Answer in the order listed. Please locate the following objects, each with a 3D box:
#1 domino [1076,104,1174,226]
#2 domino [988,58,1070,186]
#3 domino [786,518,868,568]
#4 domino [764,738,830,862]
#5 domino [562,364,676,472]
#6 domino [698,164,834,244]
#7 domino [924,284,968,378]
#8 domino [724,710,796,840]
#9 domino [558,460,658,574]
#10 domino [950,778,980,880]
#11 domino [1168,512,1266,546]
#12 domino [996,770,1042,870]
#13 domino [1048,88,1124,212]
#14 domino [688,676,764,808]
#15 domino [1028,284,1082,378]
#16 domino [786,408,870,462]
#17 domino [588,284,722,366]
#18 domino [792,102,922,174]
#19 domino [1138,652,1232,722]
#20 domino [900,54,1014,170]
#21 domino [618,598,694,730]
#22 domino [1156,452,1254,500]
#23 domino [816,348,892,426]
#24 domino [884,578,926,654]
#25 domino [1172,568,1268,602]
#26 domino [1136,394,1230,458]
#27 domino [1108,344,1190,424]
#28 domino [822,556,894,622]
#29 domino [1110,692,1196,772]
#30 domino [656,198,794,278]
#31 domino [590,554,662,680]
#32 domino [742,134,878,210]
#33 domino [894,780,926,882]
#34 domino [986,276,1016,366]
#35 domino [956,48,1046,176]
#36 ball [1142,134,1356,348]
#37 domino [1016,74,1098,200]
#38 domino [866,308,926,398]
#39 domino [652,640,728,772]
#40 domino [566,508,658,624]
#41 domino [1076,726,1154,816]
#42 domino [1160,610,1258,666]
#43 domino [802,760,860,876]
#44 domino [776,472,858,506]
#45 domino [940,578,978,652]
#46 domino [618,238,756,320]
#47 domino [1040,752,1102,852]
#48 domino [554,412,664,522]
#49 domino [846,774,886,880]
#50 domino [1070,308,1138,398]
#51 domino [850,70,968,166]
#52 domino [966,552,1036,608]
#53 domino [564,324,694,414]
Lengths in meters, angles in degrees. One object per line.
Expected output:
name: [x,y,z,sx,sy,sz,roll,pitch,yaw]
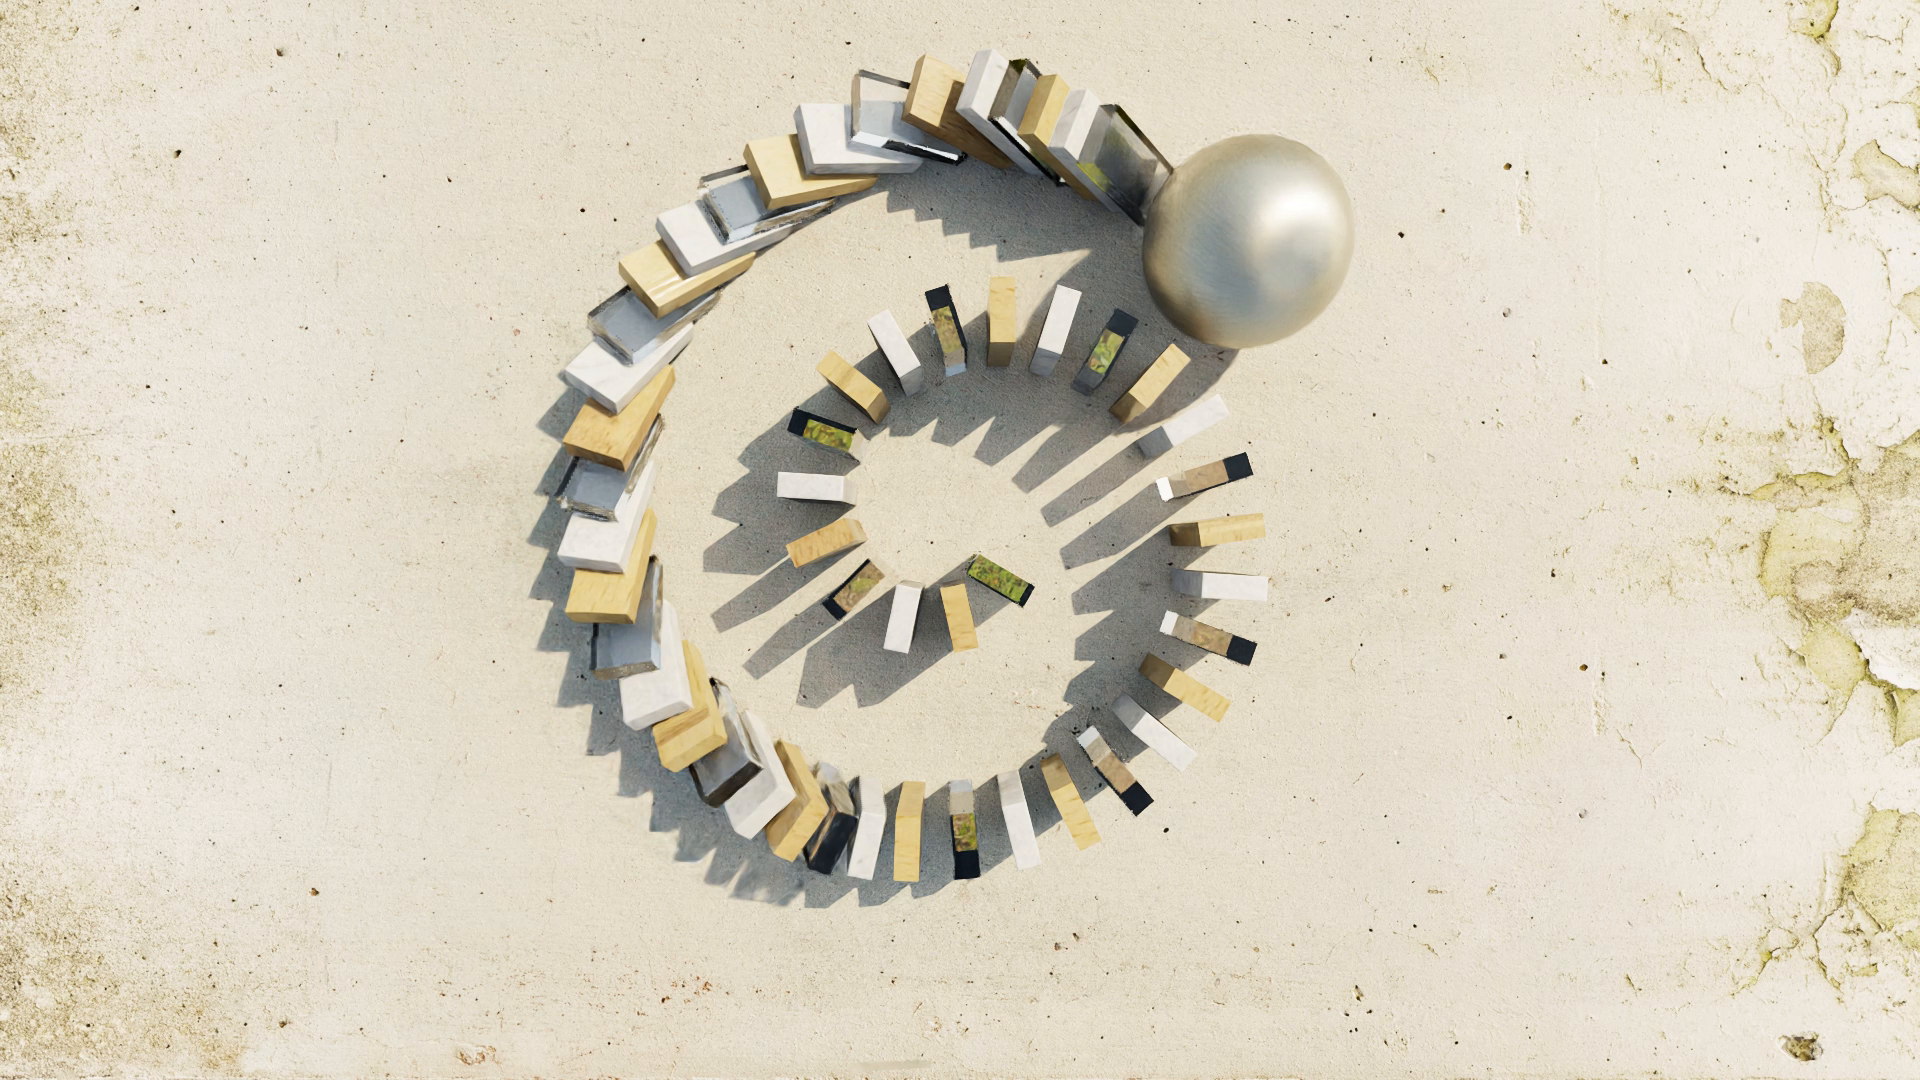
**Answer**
domino: [0.070,-0.154,0.379,0.010,0.050,0.025,21,90,43]
domino: [0.034,-0.171,0.379,0.009,0.050,0.025,21,89,43]
domino: [-0.053,0.001,0.375,0.025,0.050,0.009,-25,90,0]
domino: [-0.071,0.105,0.376,0.010,0.050,0.025,36,90,-30]
domino: [-0.142,-0.055,0.384,0.025,0.010,0.050,18,62,0]
domino: [-0.081,-0.145,0.384,0.050,0.009,0.025,-29,90,-27]
domino: [-0.005,-0.084,0.375,0.010,0.050,0.025,-18,90,0]
domino: [-0.087,0.095,0.378,0.025,0.050,0.010,-44,130,0]
domino: [-0.147,-0.012,0.384,0.025,0.009,0.050,8,61,0]
domino: [0.002,0.117,0.375,0.009,0.050,0.025,-6,90,0]
domino: [0.104,-0.004,0.375,0.025,0.050,0.010,-8,90,0]
domino: [0.024,0.113,0.375,0.009,0.050,0.025,-14,90,0]
domino: [0.058,-0.160,0.379,0.010,0.050,0.025,21,90,43]
domino: [-0.102,0.083,0.380,0.025,0.010,0.050,-40,47,0]
domino: [0.038,-0.084,0.375,0.010,0.050,0.025,18,90,0]
domino: [-0.053,-0.042,0.375,0.025,0.050,0.009,19,90,0]
domino: [-0.127,-0.098,0.384,0.025,0.009,0.050,41,62,1]
domino: [-0.042,-0.168,0.384,0.050,0.009,0.025,-13,90,-28]
domino: [0.091,0.059,0.375,0.025,0.050,0.009,31,90,0]
domino: [0.002,-0.178,0.384,0.050,0.010,0.025,15,90,-29]
domino: [-0.129,0.051,0.382,0.025,0.010,0.050,-22,56,0]
domino: [0.099,-0.025,0.375,0.025,0.050,0.009,-18,90,0]
domino: [-0.043,-0.061,0.375,0.025,0.050,0.010,39,90,0]
domino: [-0.022,0.030,0.375,0.009,0.050,0.025,12,90,0]
domino: [0.105,0.018,0.375,0.025,0.050,0.010,4,90,0]
domino: [0.090,-0.046,0.375,0.025,0.050,0.010,-29,90,0]
domino: [0.076,-0.063,0.375,0.009,0.050,0.025,42,90,0]
domino: [-0.041,0.019,0.375,0.025,0.050,0.009,-44,90,0]
domino: [0.078,0.077,0.375,0.025,0.050,0.009,40,90,0]
domino: [-0.098,-0.132,0.384,0.050,0.009,0.025,-34,89,-27]
domino: [-0.139,0.032,0.383,0.025,0.010,0.050,-10,58,0]
domino: [-0.062,-0.157,0.384,0.050,0.010,0.025,-23,90,-27]
domino: [-0.020,0.118,0.375,0.010,0.050,0.025,2,90,0]
domino: [0.016,-0.088,0.375,0.009,0.050,0.025,0,90,0]
domino: [0.022,-0.176,0.379,0.010,0.050,0.025,20,90,44]
ball: [0.112,-0.116,0.360,0.080,0.080,0.080,0,90,0]
domino: [0.046,-0.165,0.379,0.010,0.050,0.025,21,90,43]
domino: [-0.025,-0.075,0.375,0.010,0.050,0.025,-31,90,0]
domino: [-0.116,0.068,0.381,0.025,0.010,0.050,-32,53,0]
domino: [-0.145,0.010,0.383,0.025,0.009,0.050,2,60,0]
domino: [0.063,0.093,0.375,0.010,0.050,0.025,-41,90,0]
domino: [0.100,0.040,0.375,0.025,0.050,0.009,20,90,0]
domino: [-0.056,0.113,0.375,0.009,0.050,0.025,28,90,-19]
domino: [-0.057,-0.020,0.375,0.025,0.050,0.010,4,90,0]
domino: [0.000,0.030,0.375,0.010,0.050,0.025,-13,90,0]
domino: [-0.114,-0.116,0.384,0.050,0.009,0.025,-40,89,-27]
domino: [0.044,0.106,0.375,0.010,0.050,0.025,-27,90,0]
domino: [-0.146,-0.034,0.384,0.025,0.009,0.050,14,62,0]
domino: [-0.039,0.116,0.375,0.010,0.050,0.025,13,90,-8]
domino: [0.058,-0.075,0.375,0.009,0.050,0.025,29,90,0]
domino: [-0.021,-0.176,0.384,0.050,0.010,0.025,1,90,-29]
domino: [0.016,0.016,0.375,0.025,0.050,0.010,30,90,0]
domino: [-0.138,-0.079,0.384,0.025,0.009,0.050,34,62,0]
